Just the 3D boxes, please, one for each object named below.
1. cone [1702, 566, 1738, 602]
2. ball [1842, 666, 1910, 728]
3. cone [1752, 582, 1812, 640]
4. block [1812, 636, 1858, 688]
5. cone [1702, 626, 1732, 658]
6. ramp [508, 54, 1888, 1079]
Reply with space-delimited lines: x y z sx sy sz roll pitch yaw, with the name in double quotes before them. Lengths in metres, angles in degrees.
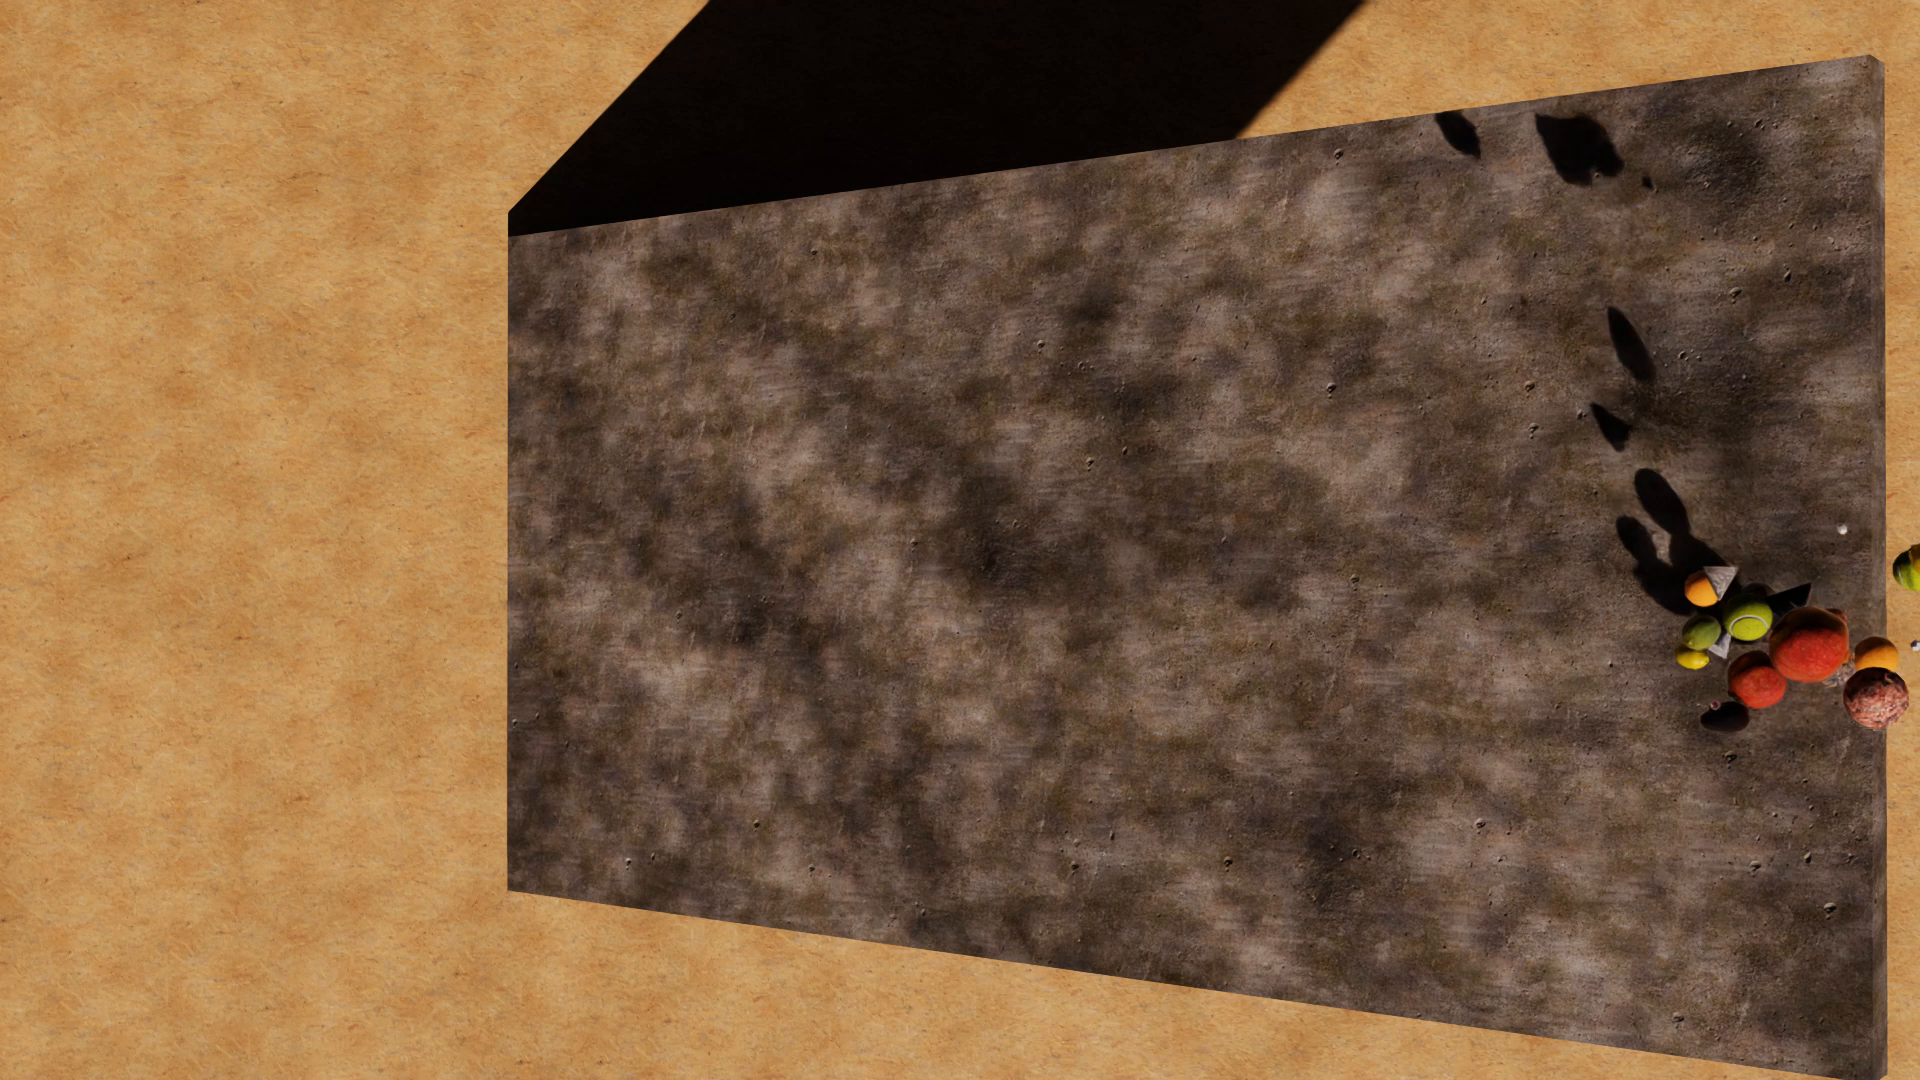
"cone" 1.208 0.071 3.495 0.057 0.057 0.057 2 91 0
"ball" 1.425 0.245 3.422 0.095 0.095 0.095 0 90 0
"cone" 1.376 0.102 3.632 0.092 0.092 0.092 45 88 0
"block" 1.484 0.207 3.727 0.058 0.058 0.058 -16 106 17
"cone" 1.459 0.186 4.202 0.056 0.056 0.056 40 82 0
"ramp" 0.224 0.064 5.541 4.000 0.100 2.000 0 90 38
